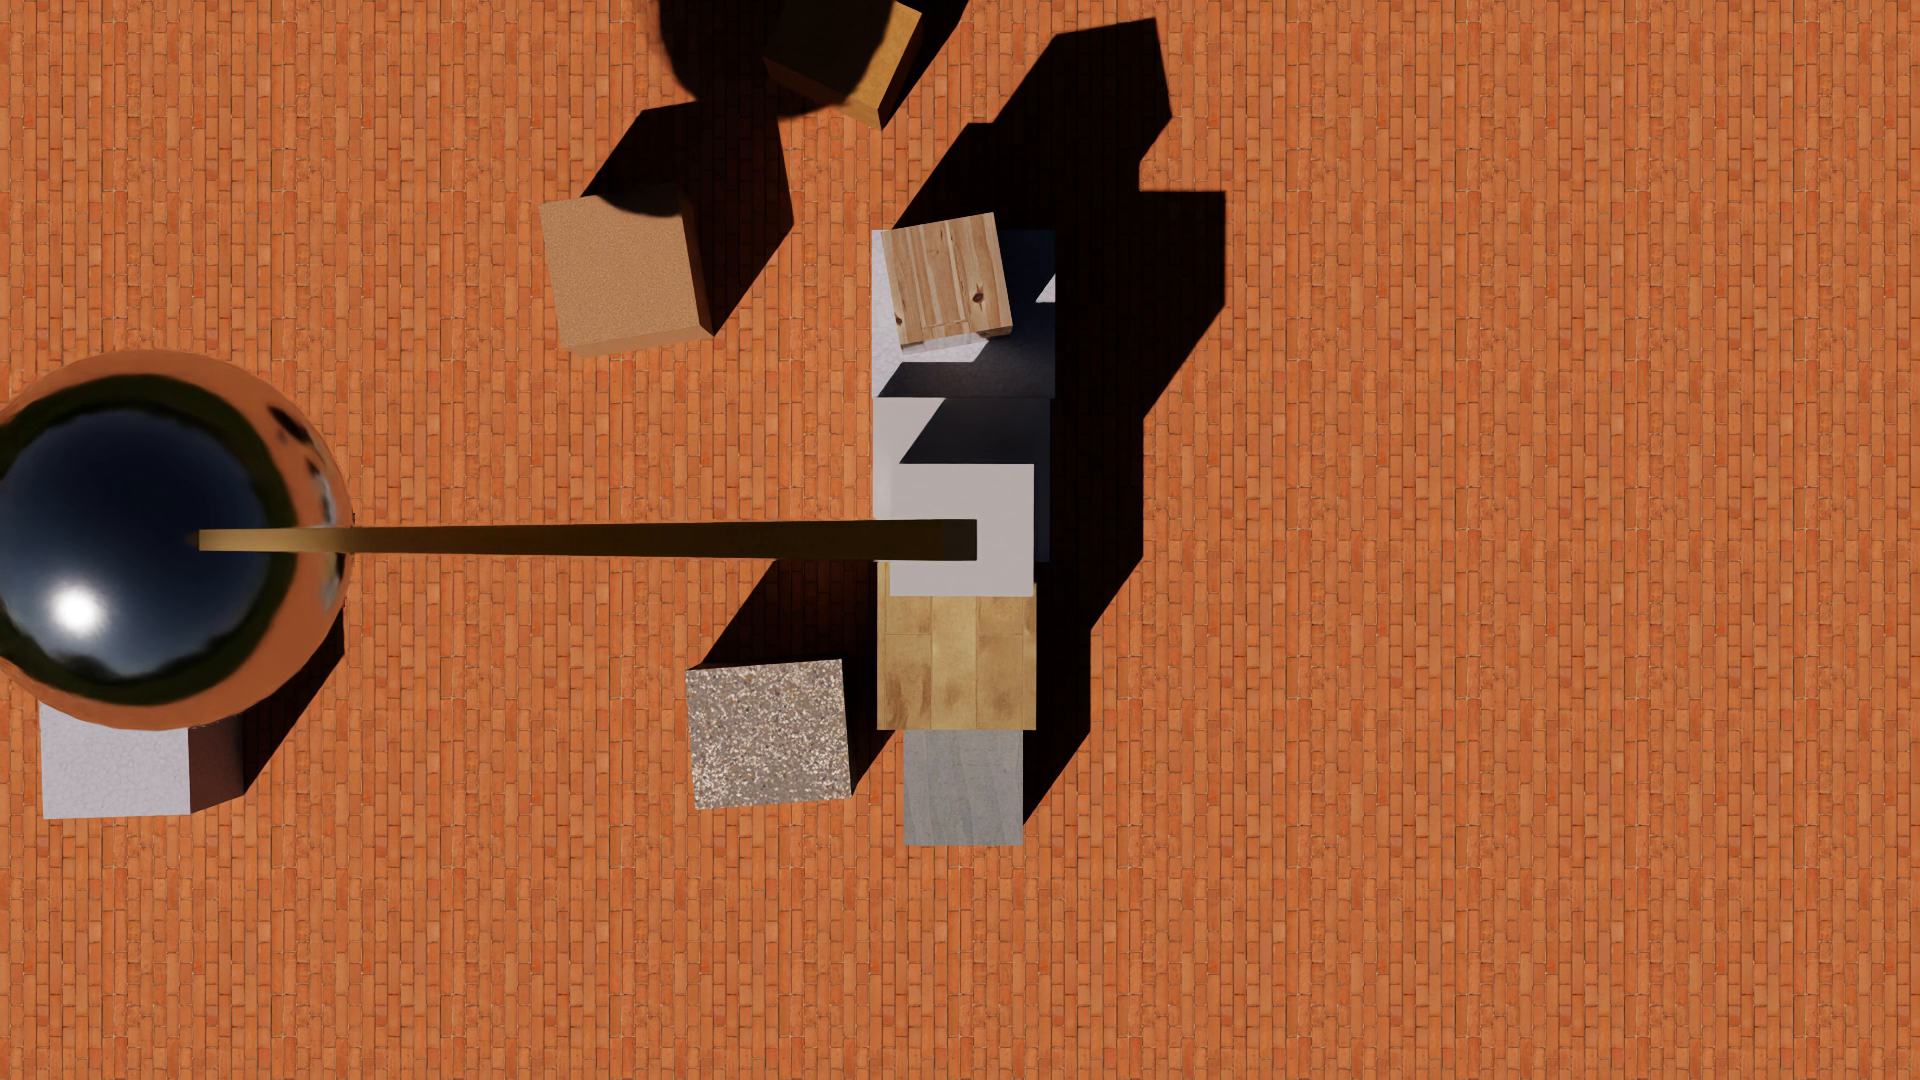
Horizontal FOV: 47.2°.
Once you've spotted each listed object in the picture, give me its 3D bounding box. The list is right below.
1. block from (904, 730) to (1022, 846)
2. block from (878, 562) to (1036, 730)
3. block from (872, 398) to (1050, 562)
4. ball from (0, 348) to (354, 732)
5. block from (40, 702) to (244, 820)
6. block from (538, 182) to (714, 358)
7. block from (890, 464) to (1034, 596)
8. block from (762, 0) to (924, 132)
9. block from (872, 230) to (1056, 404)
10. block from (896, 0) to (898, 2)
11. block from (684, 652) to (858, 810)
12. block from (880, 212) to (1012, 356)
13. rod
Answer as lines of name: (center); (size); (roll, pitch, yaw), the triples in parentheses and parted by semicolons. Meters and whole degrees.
block: (0.018, 1.386, 12.683); (0.671, 0.633, 0.663); (0, 90, 0)
block: (-0.017, 0.577, 12.495); (0.866, 1.010, 0.915); (0, 90, 0)
block: (0.007, -0.327, 12.483); (0.963, 1.035, 0.894); (0, 90, 0)
ball: (-3.356, 0.000, 9.187); (1.600, 1.600, 1.600); (0, 90, 0)
block: (-4.653, 1.094, 12.549); (0.810, 0.901, 0.857); (-2, 90, 0)
block: (-1.905, -1.537, 12.641); (0.780, 0.719, 0.813); (-9, 90, 0)
block: (0.010, -0.051, 11.578); (0.730, 0.774, 0.673); (0, 90, 0)
block: (-0.663, -2.833, 12.663); (0.715, 0.673, 0.595); (25, 90, 0)
block: (0.020, -1.252, 12.598); (1.016, 0.805, 0.934); (0, 90, 0)
block: (-0.568, -3.444, 12.741); (0.574, 0.518, 0.572); (24, 90, 0)
block: (-1.068, 1.083, 12.621); (0.873, 0.758, 0.777); (-4, 90, 0)
block: (-0.070, -1.370, 11.857); (0.600, 0.676, 0.602); (-10, 90, 0)
rod: (-1.454, 0.000, 6.368); (0.080, 5.200, 0.080); (0, 90, -34)
